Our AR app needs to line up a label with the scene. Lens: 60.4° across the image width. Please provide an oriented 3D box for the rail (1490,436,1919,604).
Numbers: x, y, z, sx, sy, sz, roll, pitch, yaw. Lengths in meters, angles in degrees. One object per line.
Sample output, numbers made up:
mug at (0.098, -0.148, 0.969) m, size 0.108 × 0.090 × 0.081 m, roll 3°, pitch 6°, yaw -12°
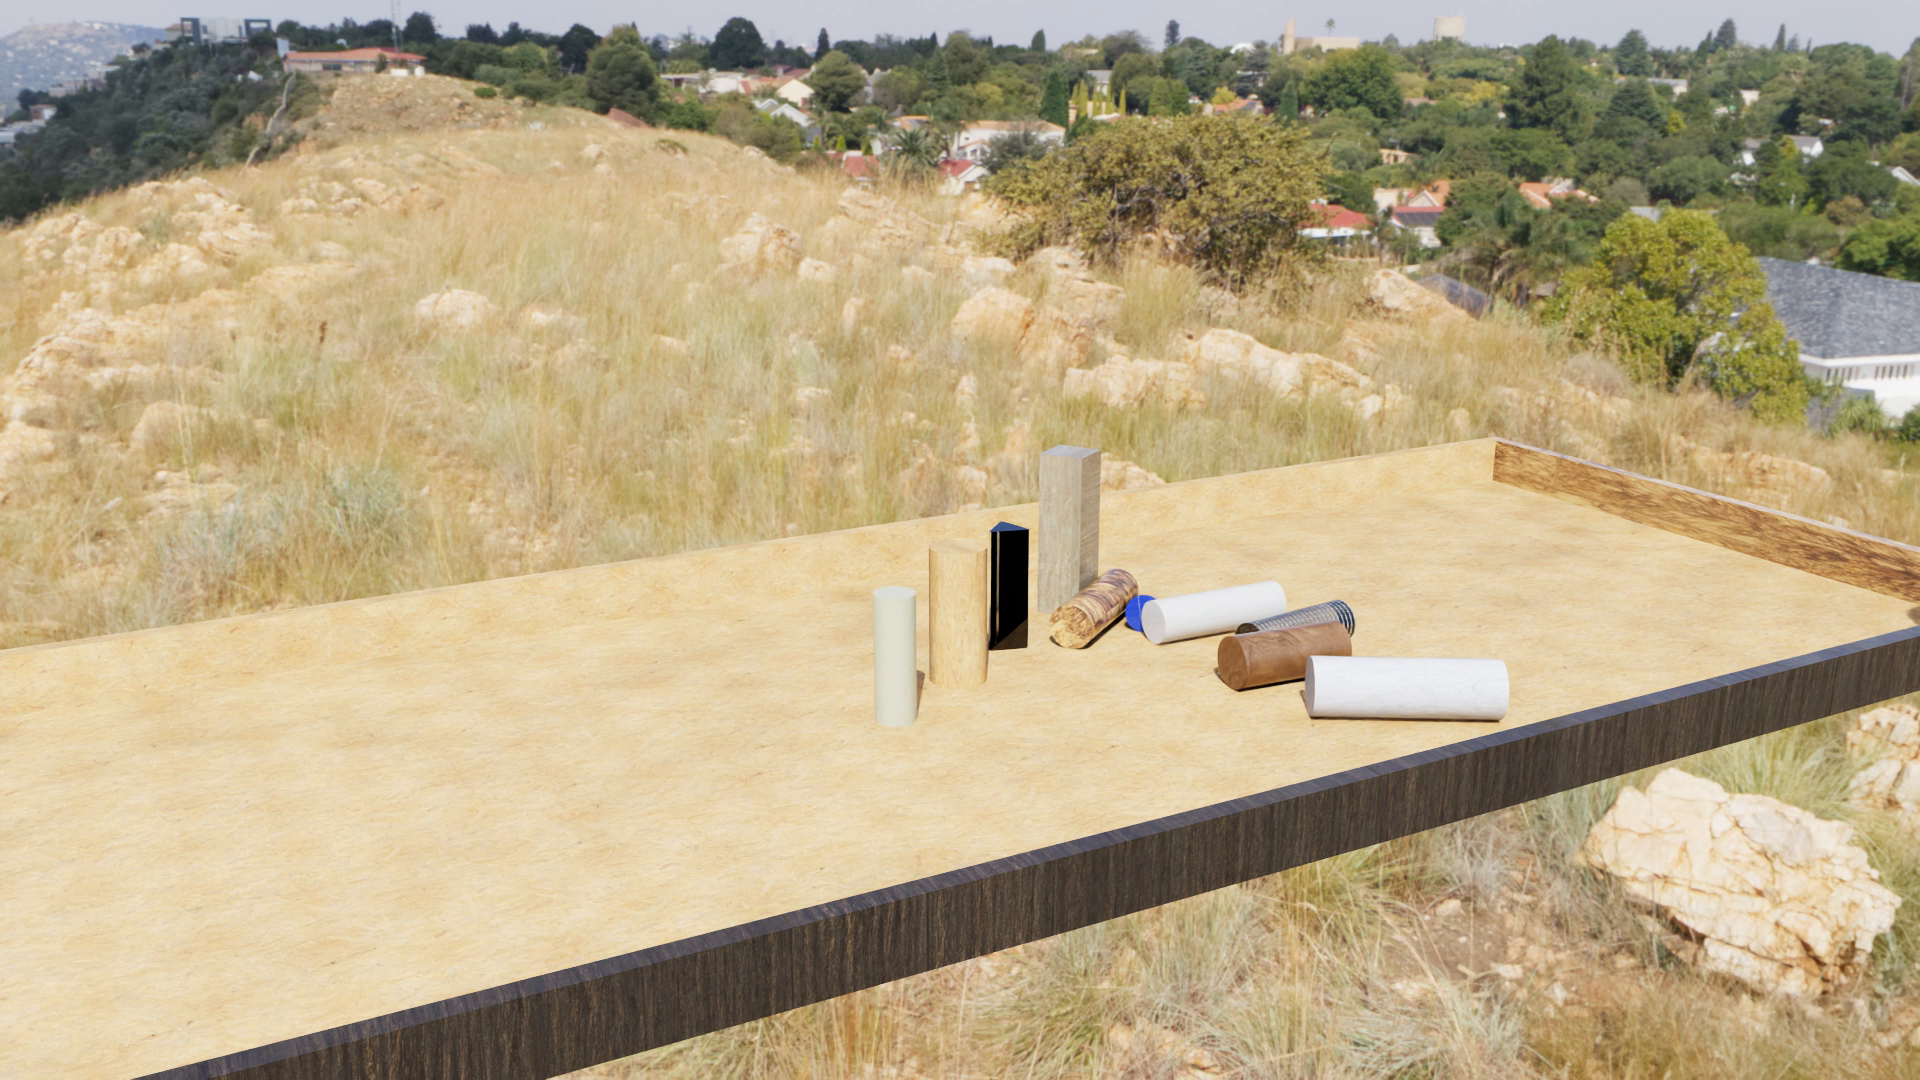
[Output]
rail at (2.466, -0.048, 5.253) m, size 0.050 × 0.150 × 2.100 m, roll -9°, pitch 18°, yaw -27°

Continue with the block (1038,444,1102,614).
block at (0.305, -0.024, 4.621) m, size 0.128 × 0.459 × 0.128 m, roll 9°, pitch 19°, yaw 28°

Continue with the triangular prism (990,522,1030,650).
triangular prism at (0.119, 0.120, 4.366) m, size 0.105 × 0.327 × 0.091 m, roll -3°, pitch 17°, yaw -12°

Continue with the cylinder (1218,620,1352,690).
cylinder at (0.815, 0.287, 4.140) m, size 0.311 × 0.134 × 0.134 m, roll -7°, pitch 18°, yaw -22°

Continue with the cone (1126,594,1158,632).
cone at (0.538, 0.180, 4.652) m, size 0.103 × 0.103 × 0.329 m, roll 4°, pitch 8°, yaw 12°

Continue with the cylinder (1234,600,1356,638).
cylinder at (0.882, 0.242, 4.333) m, size 0.331 × 0.113 × 0.113 m, roll -11°, pitch 20°, yaw -33°

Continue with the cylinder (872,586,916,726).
cylinder at (-0.152, 0.273, 3.869) m, size 0.101 × 0.314 × 0.101 m, roll 0°, pitch 16°, yaw 0°

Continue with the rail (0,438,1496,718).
rail at (-3.305, 0.497, 3.399) m, size 12.000 × 0.150 × 0.050 m, roll -9°, pitch 18°, yaw -27°

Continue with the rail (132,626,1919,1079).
rail at (-2.336, 1.006, 1.665) m, size 12.000 × 0.150 × 0.050 m, roll -9°, pitch 18°, yaw -27°

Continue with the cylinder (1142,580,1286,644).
cylinder at (0.692, 0.195, 4.484) m, size 0.394 × 0.117 × 0.117 m, roll -8°, pitch 18°, yaw -25°

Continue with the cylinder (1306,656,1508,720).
cylinder at (1.054, 0.350, 3.908) m, size 0.446 × 0.144 × 0.144 m, roll 1°, pitch 16°, yaw 3°

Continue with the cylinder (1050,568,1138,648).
cylinder at (0.370, 0.184, 4.512) m, size 0.122 × 0.122 × 0.361 m, roll 8°, pitch 18°, yaw 24°

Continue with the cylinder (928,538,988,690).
cylinder at (-0.005, 0.182, 4.115) m, size 0.145 × 0.349 × 0.145 m, roll 0°, pitch 16°, yaw 0°
